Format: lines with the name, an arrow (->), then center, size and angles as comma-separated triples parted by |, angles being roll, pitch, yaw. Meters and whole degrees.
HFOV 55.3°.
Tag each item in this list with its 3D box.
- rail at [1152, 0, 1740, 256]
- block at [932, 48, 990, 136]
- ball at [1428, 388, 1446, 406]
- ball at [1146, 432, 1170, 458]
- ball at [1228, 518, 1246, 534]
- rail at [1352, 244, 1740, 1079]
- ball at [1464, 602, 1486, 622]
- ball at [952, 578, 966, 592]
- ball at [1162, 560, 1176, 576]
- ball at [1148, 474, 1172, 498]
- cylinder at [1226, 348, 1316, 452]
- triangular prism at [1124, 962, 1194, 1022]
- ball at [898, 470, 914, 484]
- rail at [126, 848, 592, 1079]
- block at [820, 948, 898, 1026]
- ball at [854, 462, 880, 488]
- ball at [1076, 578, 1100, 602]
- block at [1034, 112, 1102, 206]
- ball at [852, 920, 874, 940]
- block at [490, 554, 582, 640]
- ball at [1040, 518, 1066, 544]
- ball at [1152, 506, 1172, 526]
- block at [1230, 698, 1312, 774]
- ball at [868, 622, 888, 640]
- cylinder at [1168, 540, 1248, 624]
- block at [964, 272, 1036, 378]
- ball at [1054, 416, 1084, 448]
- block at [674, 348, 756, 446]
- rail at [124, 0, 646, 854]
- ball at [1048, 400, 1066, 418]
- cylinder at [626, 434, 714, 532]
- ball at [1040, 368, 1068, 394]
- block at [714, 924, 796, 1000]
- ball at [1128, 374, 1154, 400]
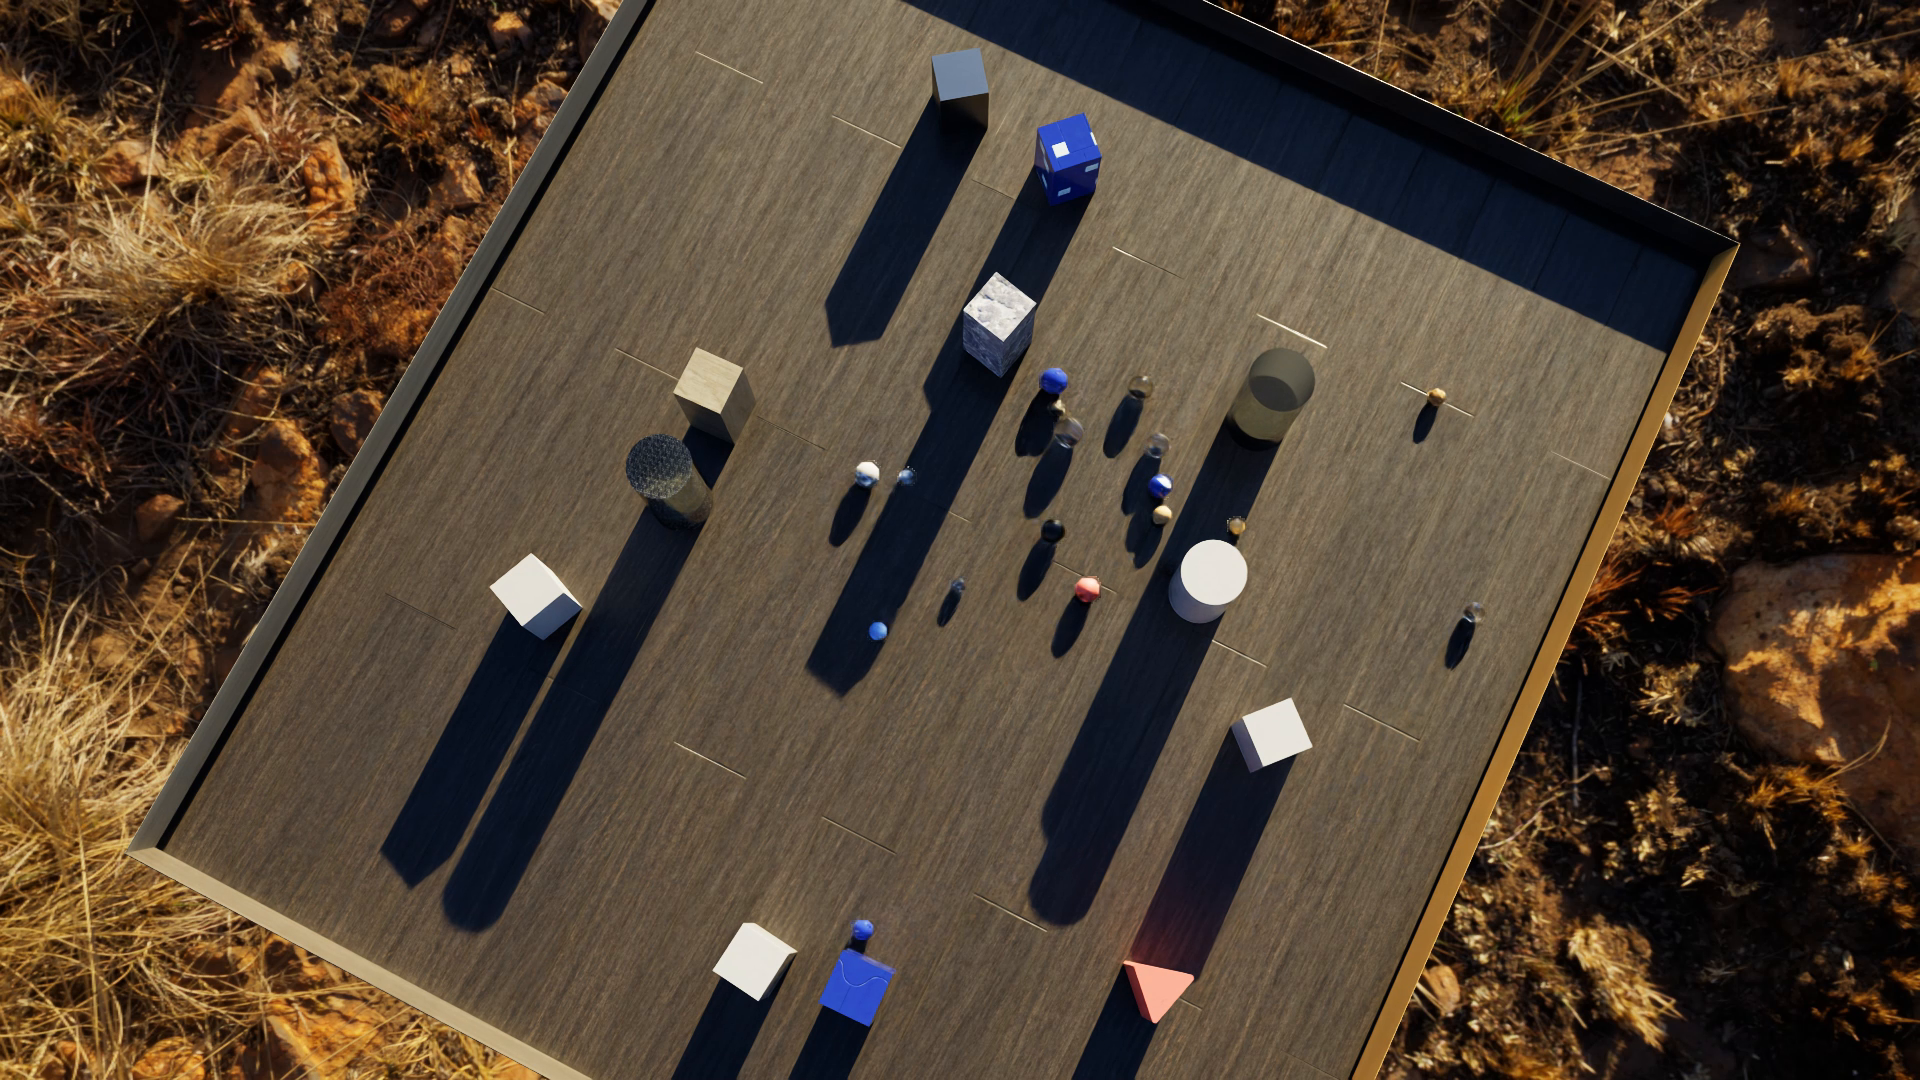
rail -> 0.846, -1.651, 5.894 | 3.494, 0.124, 0.045 | 26, 80, 5
block -> 0.000, -1.409, 5.774 | 0.152, 0.262, 0.152 | -11, 79, -2
ball -> 1.479, -0.442, 5.681 | 0.052, 0.052, 0.052 | 0, 78, 0
ball -> 0.608, -0.291, 5.637 | 0.077, 0.077, 0.077 | 0, 78, 0
ball -> 0.847, -0.041, 5.600 | 0.049, 0.049, 0.049 | 0, 78, 0
rail -> 1.542, 0.761, 5.395 | 0.045, 0.124, 3.833 | 26, 80, 5
ball -> 1.555, 0.219, 5.539 | 0.062, 0.062, 0.062 | 0, 78, 0
ball -> -0.003, 0.137, 5.565 | 0.046, 0.046, 0.046 | 0, 78, 0
ball -> 0.635, 0.086, 5.575 | 0.046, 0.046, 0.046 | 0, 78, 0
ball -> 0.612, -0.164, 5.613 | 0.072, 0.072, 0.072 | 0, 78, 0
cylinder -> 0.922, -0.413, 5.470 | 0.190, 0.454, 0.190 | 0, 78, 0
triangular prism -> 0.533, 1.247, 5.190 | 0.143, 0.331, 0.165 | 41, 81, 8
ball -> -0.164, -0.194, 5.632 | 0.048, 0.048, 0.048 | 0, 78, 0
rail -> -0.846, 1.664, 5.208 | 3.494, 0.124, 0.045 | 26, 80, 5
block -> -0.284, 1.258, 5.167 | 0.152, 0.371, 0.152 | 24, 79, 5
ball -> -0.285, -0.200, 5.617 | 0.079, 0.079, 0.079 | 0, 78, 0
ball -> 0.386, 0.150, 5.547 | 0.075, 0.075, 0.075 | 0, 78, 0
block -> 0.334, -1.185, 5.721 | 0.152, 0.275, 0.152 | -19, 79, -4
ball -> -0.283, 1.139, 5.350 | 0.061, 0.061, 0.061 | 0, 78, 0
block -> -1.255, 0.171, 5.440 | 0.152, 0.275, 0.152 | -40, 81, -8
ball -> 0.283, -0.027, 5.584 | 0.075, 0.075, 0.075 | 0, 78, 0
ball -> 0.617, -0.075, 5.602 | 0.059, 0.059, 0.059 | 0, 78, 0
block -> 0.910, 0.575, 5.373 | 0.152, 0.244, 0.152 | -21, 79, -4
ball -> -0.246, 0.274, 5.531 | 0.057, 0.057, 0.057 | 0, 78, 0
cylinder -> 0.729, 0.127, 5.420 | 0.190, 0.333, 0.190 | 0, 78, 0
block -> 0.117, -0.647, 5.561 | 0.152, 0.372, 0.152 | 39, 81, 7
ball -> 0.335, -0.331, 5.636 | 0.095, 0.095, 0.095 | 0, 78, 0
block -> -0.734, -0.429, 5.520 | 0.152, 0.362, 0.152 | 24, 79, 5
rail -> -1.542, -0.748, 5.707 | 0.045, 0.124, 3.833 | 26, 80, 5
ball -> 0.299, -0.408, 5.673 | 0.055, 0.055, 0.055 | 0, 78, 0
cylinder -> -0.855, -0.164, 5.423 | 0.190, 0.445, 0.190 | 0, 78, 0
ball -> 0.292, -0.491, 5.675 | 0.084, 0.084, 0.084 | 0, 78, 0
block -> -0.580, 1.200, 5.223 | 0.152, 0.285, 0.152 | 32, 80, 6
ball -> 0.558, -0.473, 5.674 | 0.079, 0.079, 0.079 | 0, 78, 0
